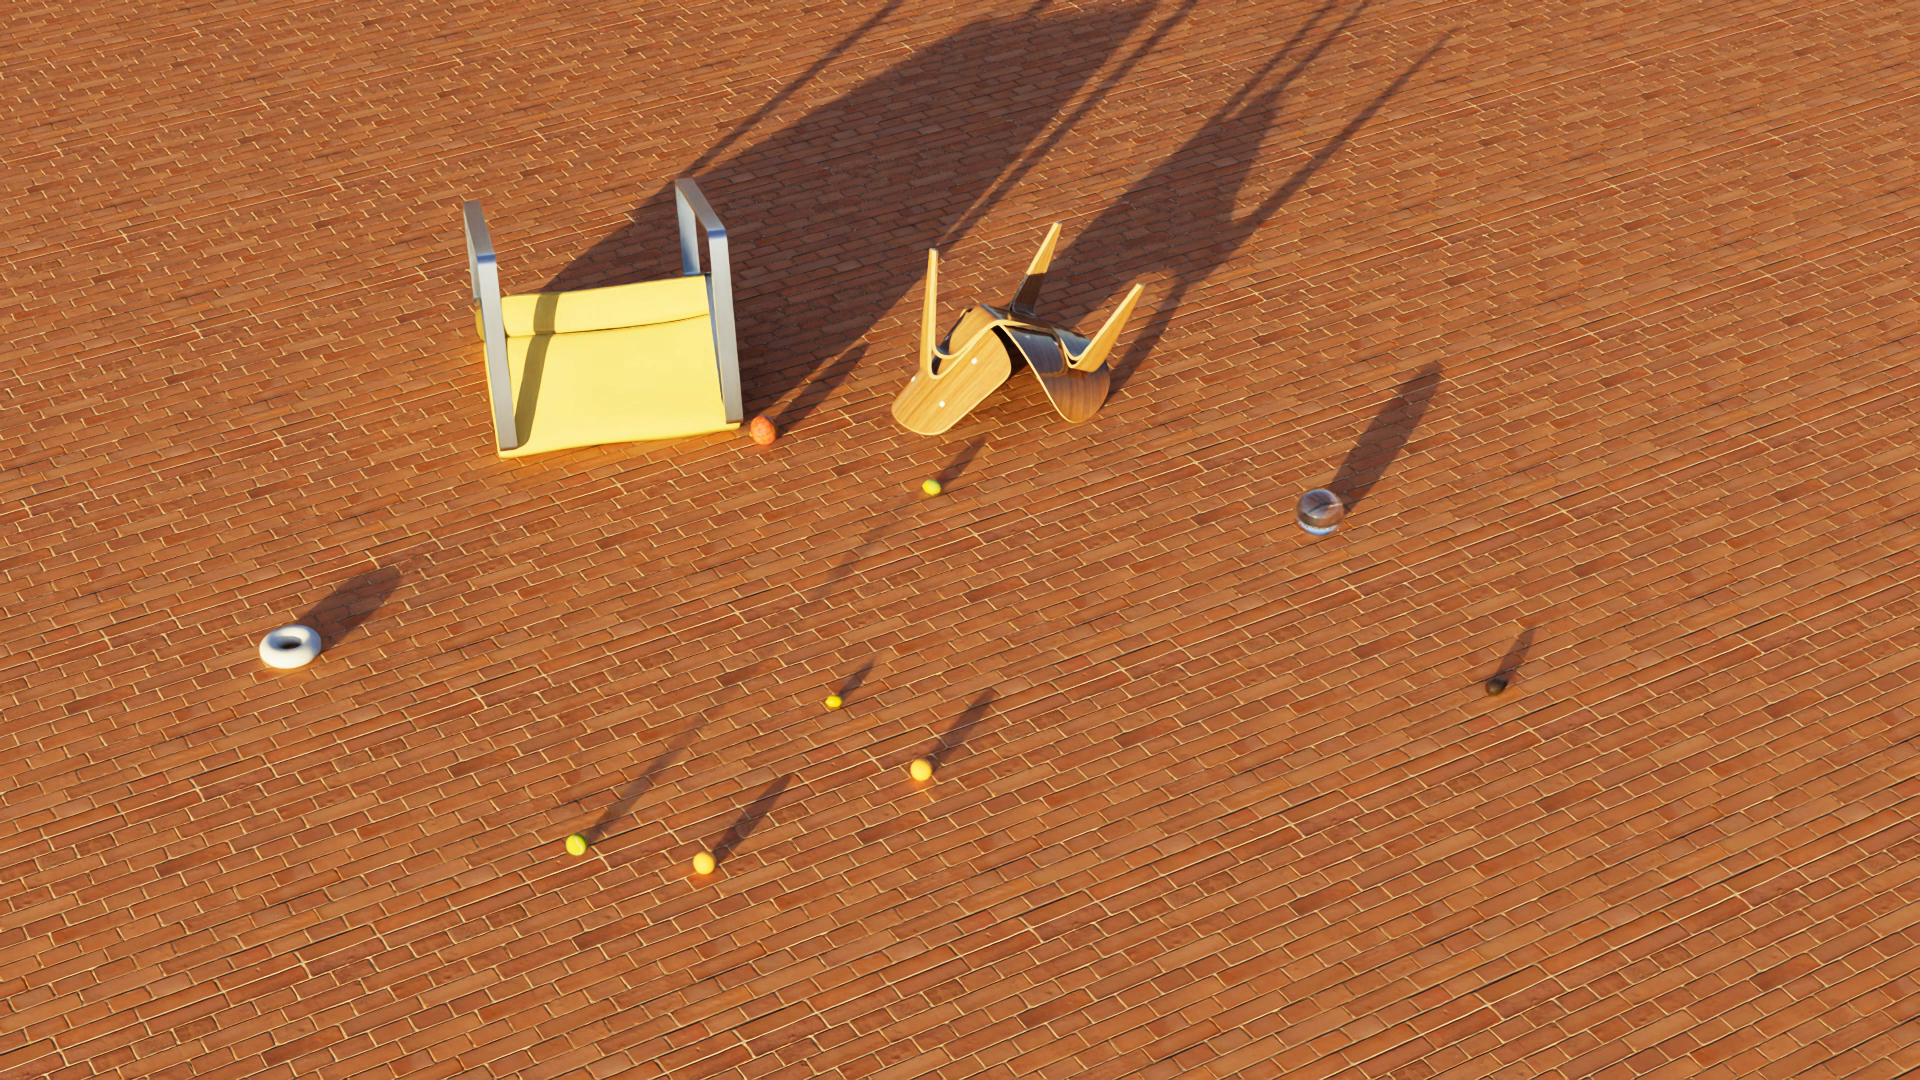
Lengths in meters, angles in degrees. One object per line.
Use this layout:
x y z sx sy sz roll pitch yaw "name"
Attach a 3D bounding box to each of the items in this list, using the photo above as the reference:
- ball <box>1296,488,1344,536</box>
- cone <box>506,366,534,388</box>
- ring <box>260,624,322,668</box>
1.342 -0.104 10.943 0.175 0.175 0.175 0 33 0 "ball"
-1.786 -0.667 11.922 0.114 0.083 0.091 12 8 -2 "cone"
-2.355 0.375 10.317 0.217 0.066 0.217 -3 34 -2 "ring"
